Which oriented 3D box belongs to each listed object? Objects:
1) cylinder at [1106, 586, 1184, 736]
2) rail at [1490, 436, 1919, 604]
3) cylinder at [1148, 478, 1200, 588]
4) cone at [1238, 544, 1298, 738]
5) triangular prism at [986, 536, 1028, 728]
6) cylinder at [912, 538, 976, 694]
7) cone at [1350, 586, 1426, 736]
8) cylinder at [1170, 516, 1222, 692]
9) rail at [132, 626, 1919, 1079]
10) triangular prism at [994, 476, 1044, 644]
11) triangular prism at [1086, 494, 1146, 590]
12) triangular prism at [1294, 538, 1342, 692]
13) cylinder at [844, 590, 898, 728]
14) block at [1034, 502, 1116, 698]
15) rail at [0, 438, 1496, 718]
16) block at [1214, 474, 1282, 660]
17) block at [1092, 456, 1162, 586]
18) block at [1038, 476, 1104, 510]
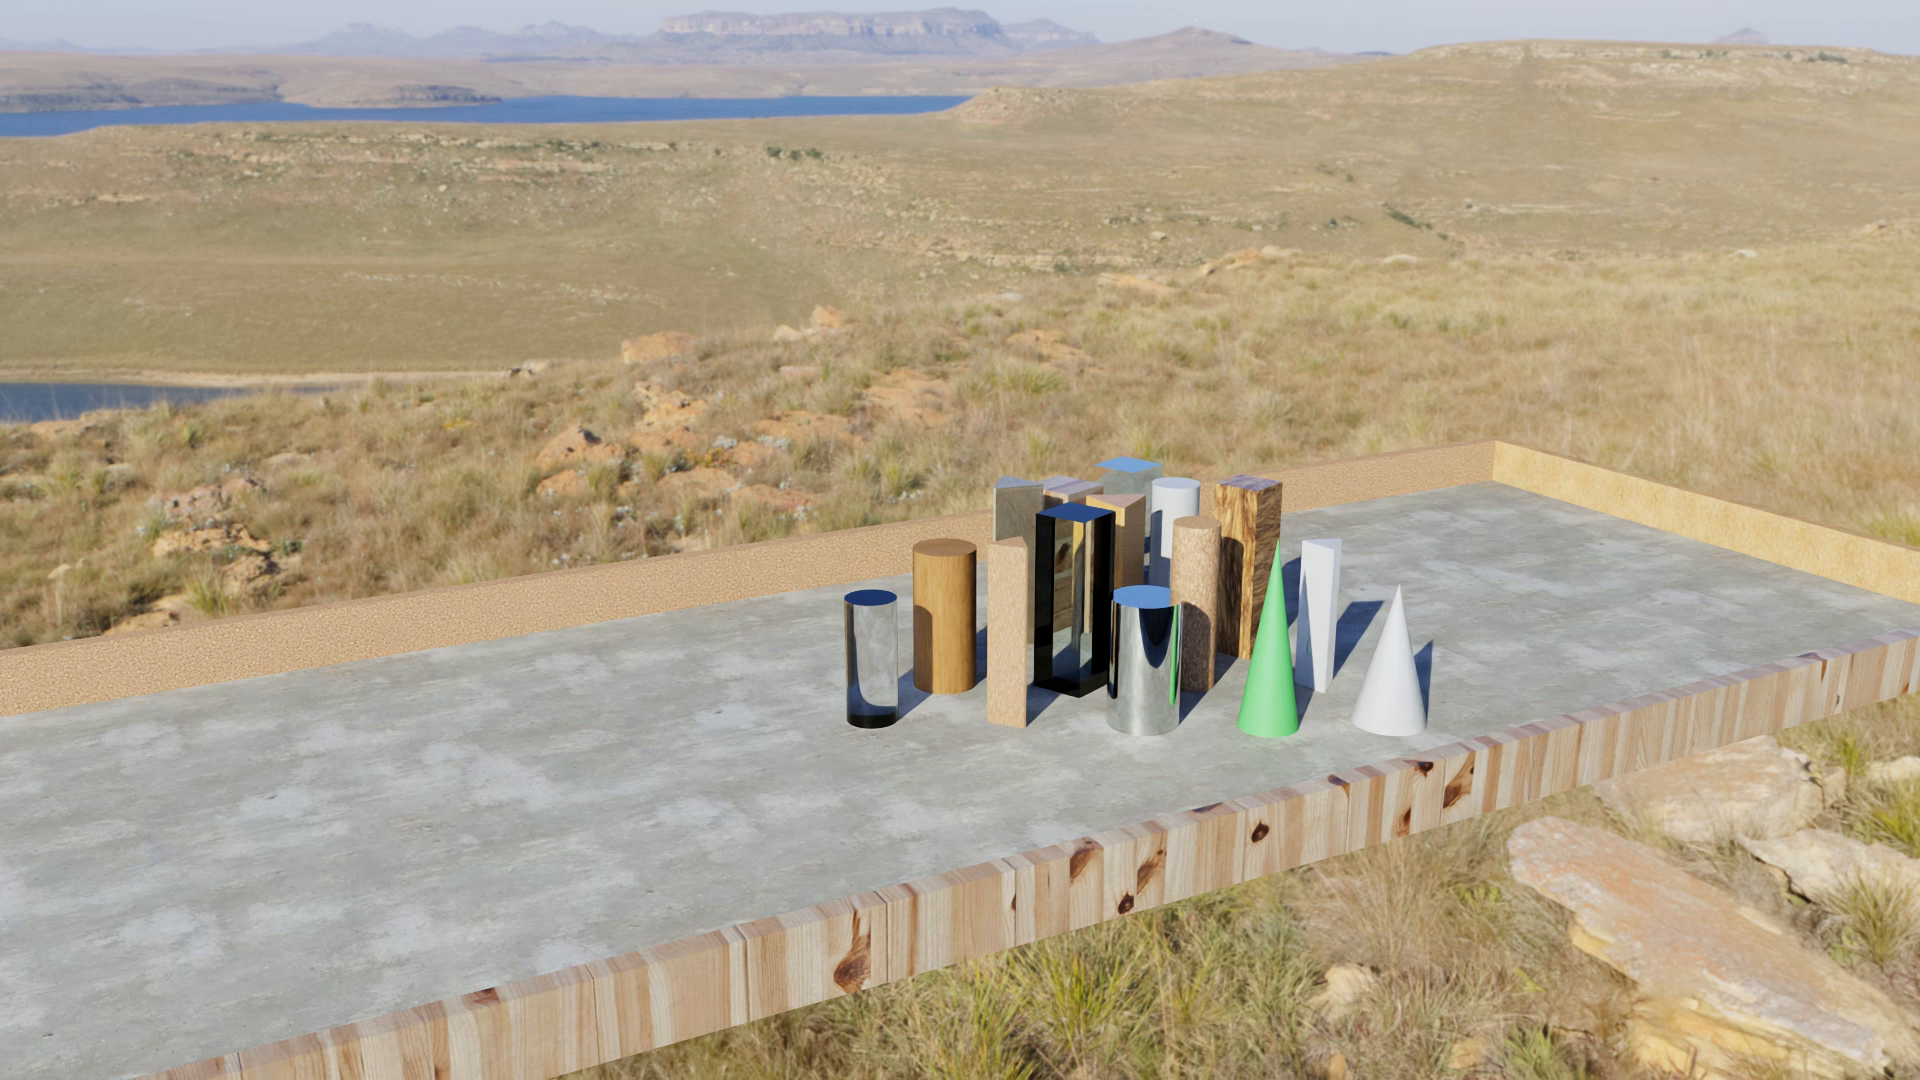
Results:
[{"bbox_3d":[0.431,0.280,3.850,0.171,0.311,0.171,0,16,0],"label":"cylinder"},{"bbox_3d":[2.466,-0.048,5.253,0.050,0.150,2.100,-9,18,-27],"label":"rail"},{"bbox_3d":[0.591,0.030,4.563,0.133,0.388,0.133,0,16,0],"label":"cylinder"},{"bbox_3d":[0.723,0.216,3.807,0.143,0.458,0.143,0,16,0],"label":"cone"},{"bbox_3d":[0.124,0.213,3.852,0.096,0.439,0.083,7,18,22],"label":"triangular prism"},{"bbox_3d":[-0.038,0.188,4.086,0.157,0.355,0.157,0,16,0],"label":"cylinder"},{"bbox_3d":[1.013,0.265,3.848,0.175,0.341,0.175,0,16,0],"label":"cone"},{"bbox_3d":[0.578,0.159,4.071,0.117,0.420,0.117,0,16,0],"label":"cylinder"},{"bbox_3d":[-2.336,1.006,1.665,12.000,0.150,0.050,-9,18,-27],"label":"rail"},{"bbox_3d":[0.135,0.055,4.392,0.136,0.438,0.118,-5,17,-18],"label":"triangular prism"},{"bbox_3d":[0.430,0.085,4.351,0.133,0.404,0.153,-10,19,-31],"label":"triangular prism"},{"bbox_3d":[0.903,0.182,4.081,0.084,0.370,0.098,-12,20,-34],"label":"triangular prism"},{"bbox_3d":[-0.207,0.279,3.870,0.124,0.303,0.124,0,16,0],"label":"cylinder"},{"bbox_3d":[0.282,0.146,4.067,0.139,0.446,0.139,13,21,37],"label":"block"},{"bbox_3d":[-3.305,0.497,3.399,12.000,0.150,0.050,-9,18,-27],"label":"rail"},{"bbox_3d":[0.745,0.070,4.313,0.126,0.453,0.126,13,21,38],"label":"block"},{"bbox_3d":[0.487,-0.041,4.834,0.145,0.372,0.145,14,22,40],"label":"block"},{"bbox_3d":[0.286,0.029,4.587,0.154,0.377,0.154,15,22,41],"label":"block"}]
